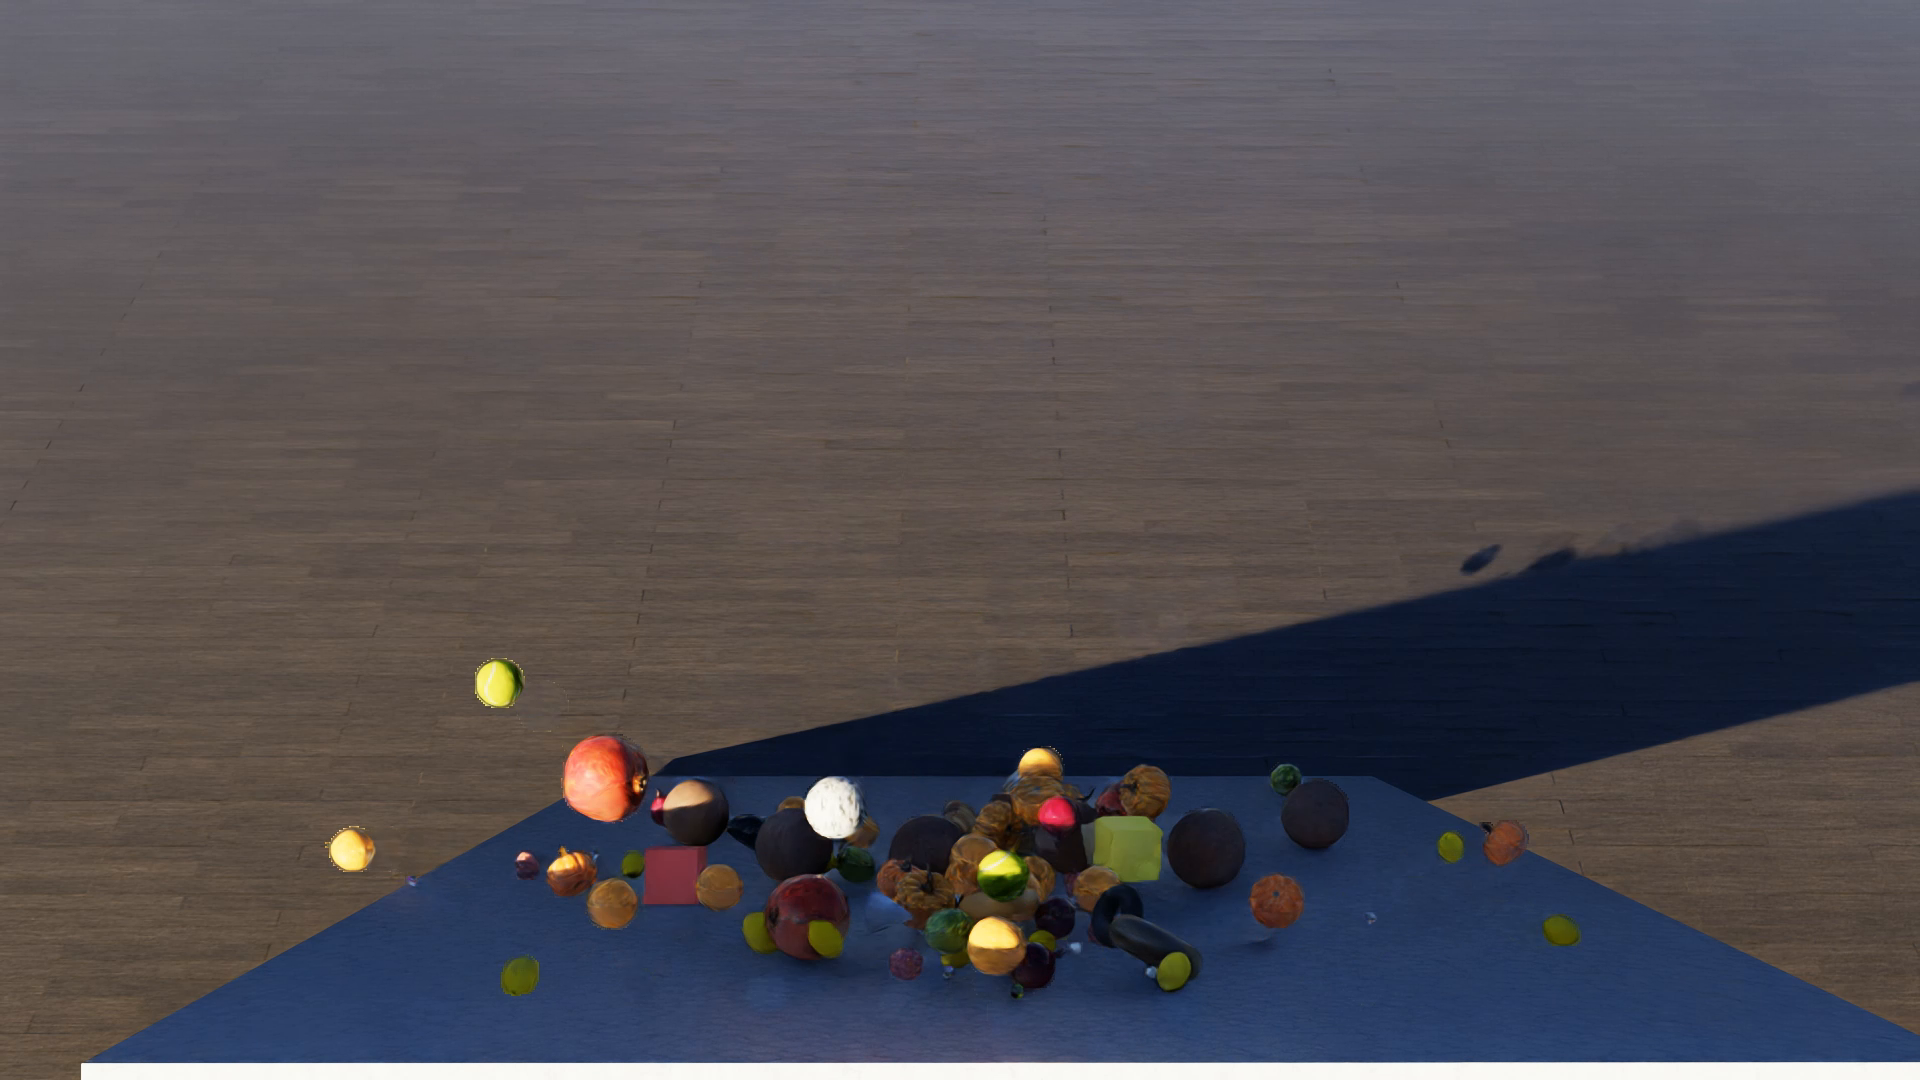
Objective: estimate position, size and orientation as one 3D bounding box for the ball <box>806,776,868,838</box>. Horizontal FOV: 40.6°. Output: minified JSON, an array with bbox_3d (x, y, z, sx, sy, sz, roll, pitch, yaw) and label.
[{"bbox_3d":[-0.171,0.371,3.599,0.088,0.088,0.088,0,32,0],"label":"ball"}]

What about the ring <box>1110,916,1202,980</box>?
[{"bbox_3d":[0.251,0.521,3.318,0.129,0.129,0.043,22,78,31],"label":"ring"}]

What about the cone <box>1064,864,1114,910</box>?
[{"bbox_3d":[0.191,0.554,4.010,0.078,0.078,0.078,-31,22,26],"label":"cone"}]

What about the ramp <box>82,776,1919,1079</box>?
[{"bbox_3d":[0.072,0.633,4.735,2.000,0.100,4.000,0,-1,0],"label":"ramp"}]

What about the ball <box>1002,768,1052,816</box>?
[{"bbox_3d":[0.131,0.498,5.078,0.099,0.099,0.099,0,32,0],"label":"ball"}]

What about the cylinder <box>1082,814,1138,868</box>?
[{"bbox_3d":[0.260,0.515,4.360,0.093,0.093,0.093,-13,32,7],"label":"cylinder"}]

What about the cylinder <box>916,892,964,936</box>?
[{"bbox_3d":[-0.028,0.537,3.720,0.060,0.060,0.060,0,32,10],"label":"cylinder"}]

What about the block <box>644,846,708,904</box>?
[{"bbox_3d":[-0.449,0.530,4.106,0.085,0.085,0.085,0,-3,6],"label":"block"}]

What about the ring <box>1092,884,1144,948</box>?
[{"bbox_3d":[0.213,0.508,3.503,0.029,0.087,0.087,26,18,-33],"label":"ring"}]

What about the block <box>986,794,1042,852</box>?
[{"bbox_3d":[0.099,0.529,4.847,0.080,0.080,0.080,0,55,-12],"label":"block"}]

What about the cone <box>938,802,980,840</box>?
[{"bbox_3d":[-0.019,0.570,5.089,0.085,0.085,0.085,21,32,29],"label":"cone"}]

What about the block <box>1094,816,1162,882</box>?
[{"bbox_3d":[0.266,0.490,4.114,0.083,0.083,0.083,0,9,-16],"label":"block"}]

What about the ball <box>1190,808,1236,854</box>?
[{"bbox_3d":[0.471,0.542,4.837,0.086,0.086,0.086,0,32,0],"label":"ball"}]

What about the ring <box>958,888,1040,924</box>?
[{"bbox_3d":[0.055,0.516,3.656,0.117,0.117,0.039,-6,75,-9],"label":"ring"}]

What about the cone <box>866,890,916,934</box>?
[{"bbox_3d":[-0.089,0.508,3.516,0.062,0.062,0.062,6,33,15],"label":"cone"}]
